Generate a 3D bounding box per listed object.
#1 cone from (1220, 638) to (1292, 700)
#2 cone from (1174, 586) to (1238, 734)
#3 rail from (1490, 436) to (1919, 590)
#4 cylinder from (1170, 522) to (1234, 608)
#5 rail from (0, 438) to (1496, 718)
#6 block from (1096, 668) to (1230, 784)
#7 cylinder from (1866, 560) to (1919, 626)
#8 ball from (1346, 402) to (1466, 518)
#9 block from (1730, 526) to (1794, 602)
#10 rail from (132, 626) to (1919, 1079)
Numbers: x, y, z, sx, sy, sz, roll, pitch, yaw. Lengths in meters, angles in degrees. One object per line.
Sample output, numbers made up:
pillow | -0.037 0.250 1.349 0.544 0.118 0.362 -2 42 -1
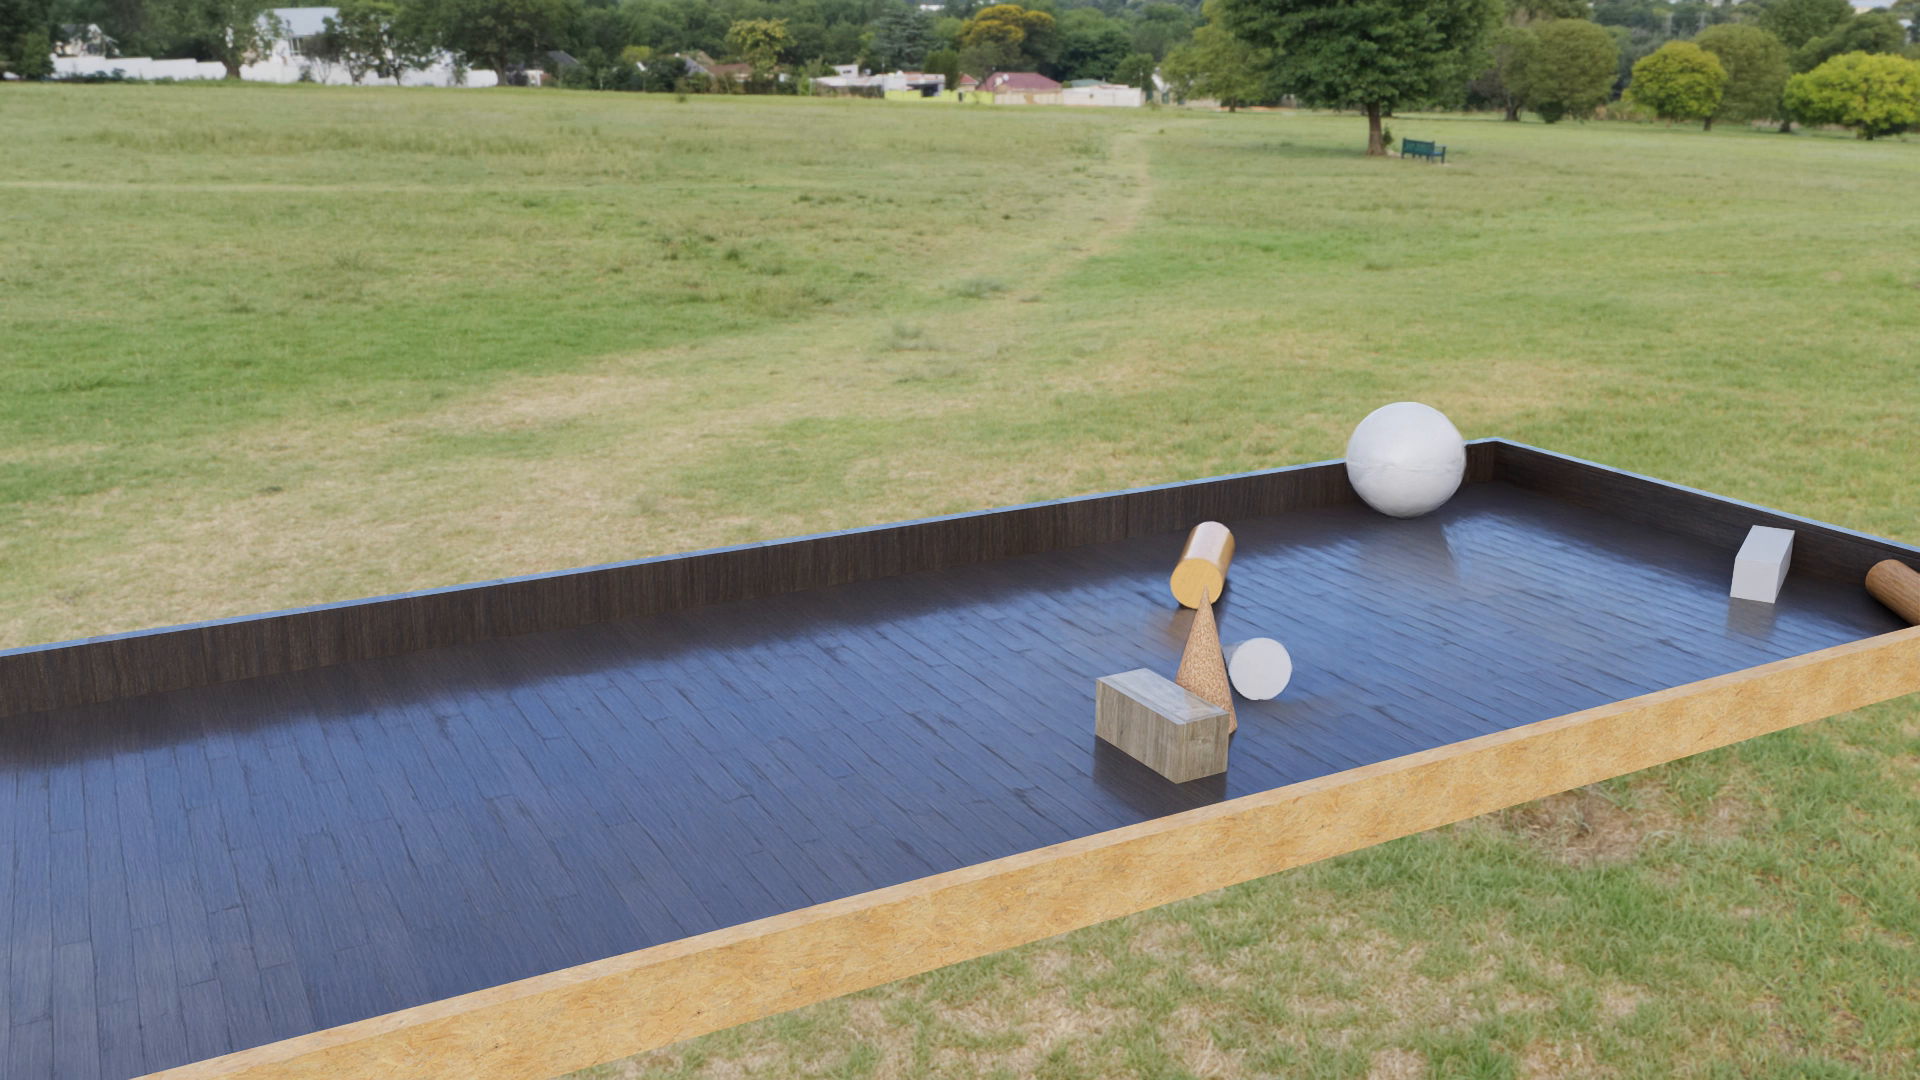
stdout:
cone | 0.709 0.297 4.207 0.155 0.155 0.389 -2 5 -7
cone | 0.566 0.264 3.840 0.175 0.348 0.175 0 16 0
rail | 2.466 -0.048 5.253 0.050 0.150 2.100 -9 18 -27
cylinder | 0.717 0.069 4.855 0.147 0.147 0.400 4 17 13
rail | -3.305 0.497 3.399 12.000 0.150 0.050 -9 18 -27
block | 0.450 0.413 3.706 0.137 0.137 0.315 -9 19 -28
cylinder | 2.651 0.164 4.576 0.125 0.125 0.344 2 16 5
ball | 1.508 -0.272 5.584 0.393 0.393 0.393 0 16 0
block | 2.395 0.068 4.917 0.117 0.117 0.409 10 19 30
rail | -2.336 1.006 1.665 12.000 0.150 0.050 -9 18 -27
